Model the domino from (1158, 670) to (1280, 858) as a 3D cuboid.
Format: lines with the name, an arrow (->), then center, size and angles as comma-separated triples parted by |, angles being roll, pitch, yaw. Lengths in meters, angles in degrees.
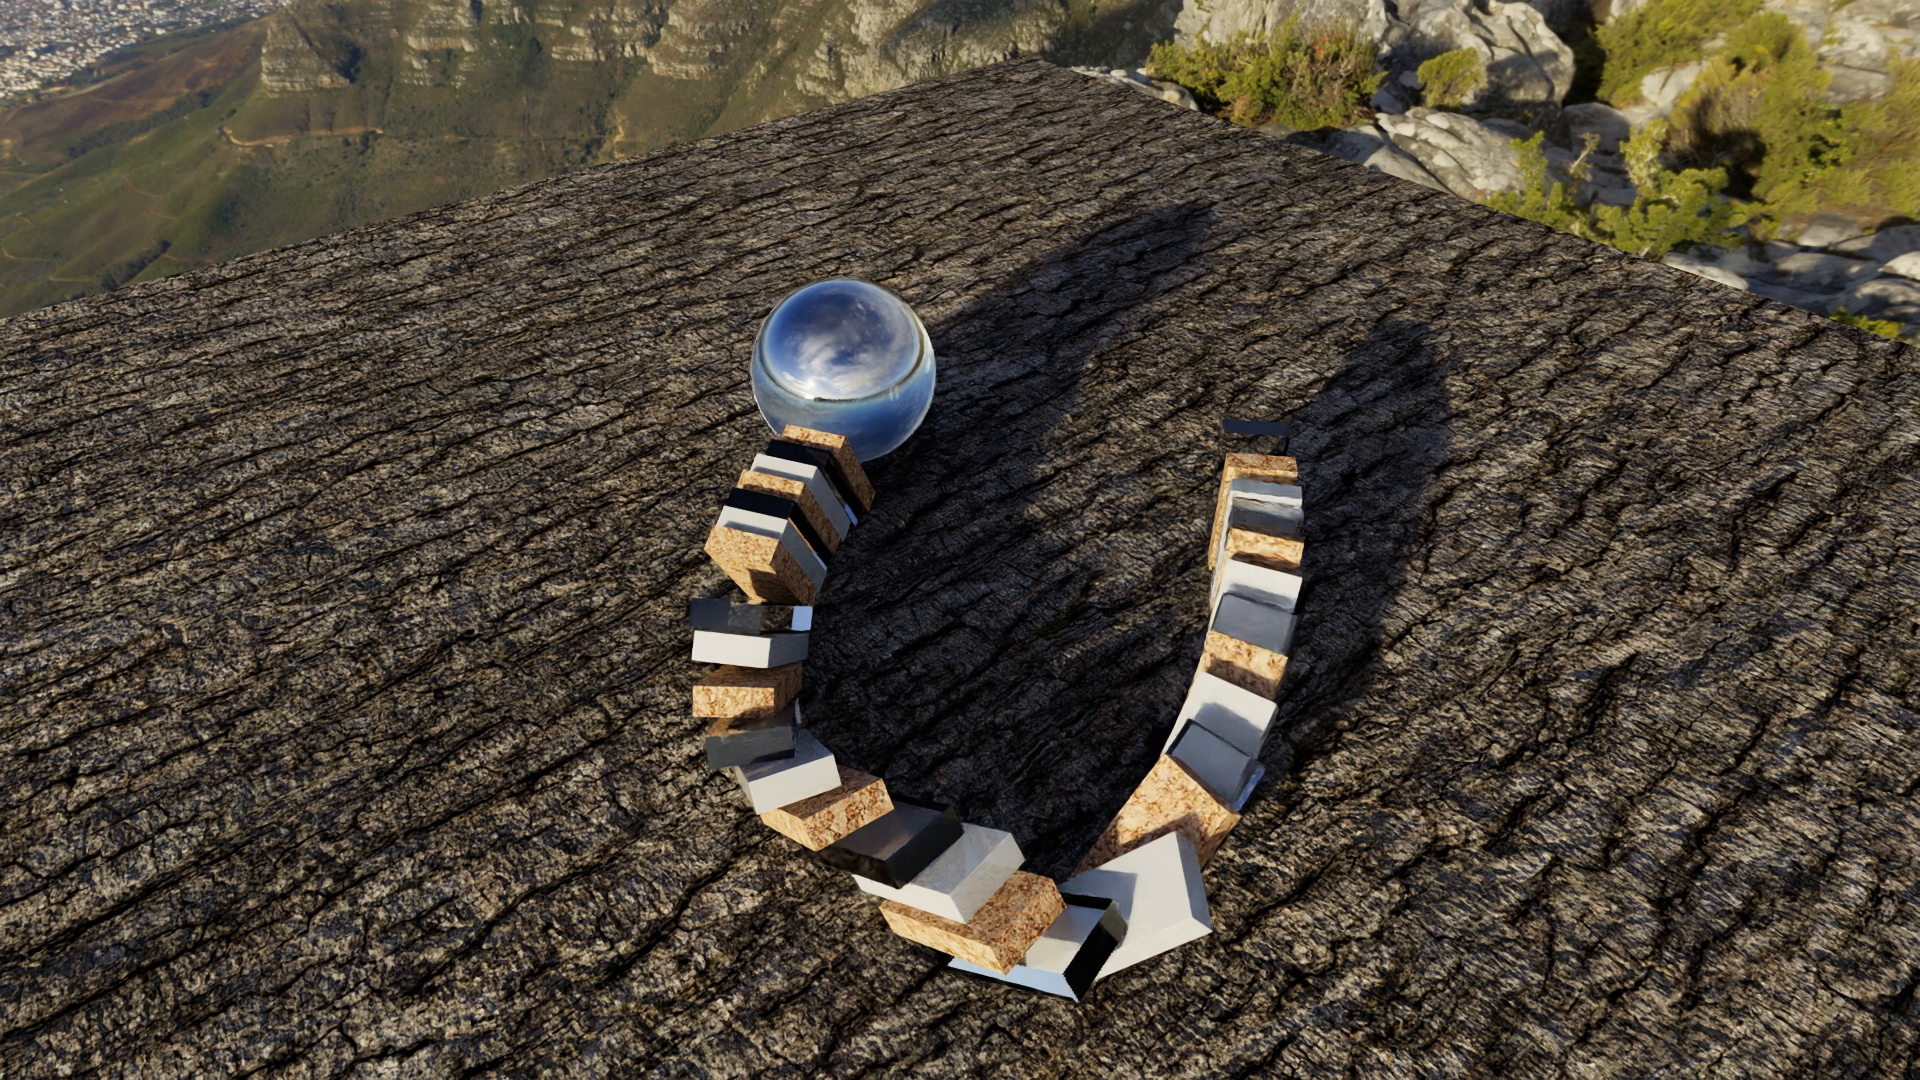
domino -> 0.075, 0.068, 0.338 | 0.025, 0.009, 0.050 | 23, 82, 26

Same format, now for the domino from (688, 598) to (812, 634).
domino -> -0.072, 0.027, 0.385 | 0.025, 0.010, 0.050 | 5, -3, 12

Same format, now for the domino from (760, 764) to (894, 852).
domino -> -0.042, 0.078, 0.326 | 0.025, 0.009, 0.050 | -24, 6, -26

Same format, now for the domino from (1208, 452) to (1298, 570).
domino -> 0.112, -0.009, 0.423 | 0.025, 0.050, 0.010 | 5, 40, 6

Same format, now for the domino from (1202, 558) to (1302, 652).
domino -> 0.097, 0.034, 0.374 | 0.025, 0.050, 0.009 | 15, 4, 18

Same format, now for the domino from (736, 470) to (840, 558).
domino -> -0.066, -0.009, 0.424 | 0.025, 0.050, 0.009 | 13, 70, 15

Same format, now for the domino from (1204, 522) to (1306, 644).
domino -> 0.103, 0.021, 0.386 | 0.025, 0.050, 0.009 | 13, 16, 16

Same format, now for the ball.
ball -> -0.050, -0.073, 0.476 | 0.080, 0.080, 0.080 | 0, 39, 0

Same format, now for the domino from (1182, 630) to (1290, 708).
domino -> 0.084, 0.057, 0.350 | 0.025, 0.009, 0.050 | 19, 84, 22

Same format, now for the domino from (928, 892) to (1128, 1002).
domino -> 0.017, 0.106, 0.293 | 0.050, 0.009, 0.025 | -11, 23, 47

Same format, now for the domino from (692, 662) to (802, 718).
domino -> -0.069, 0.048, 0.362 | 0.025, 0.010, 0.050 | 1, 3, 2

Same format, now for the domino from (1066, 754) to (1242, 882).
domino -> 0.053, 0.088, 0.310 | 0.010, 0.050, 0.025 | 26, 12, -50

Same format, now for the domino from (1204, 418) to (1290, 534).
domino -> 0.114, -0.024, 0.441 | 0.025, 0.050, 0.010 | 4, 39, 5

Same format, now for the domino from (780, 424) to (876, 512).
domino -> -0.053, -0.028, 0.447 | 0.025, 0.050, 0.009 | 13, 70, 16

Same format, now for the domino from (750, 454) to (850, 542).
domino -> -0.062, -0.016, 0.432 | 0.025, 0.050, 0.009 | 13, 70, 15

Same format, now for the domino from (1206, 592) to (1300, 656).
domino -> 0.091, 0.045, 0.362 | 0.025, 0.050, 0.009 | 18, -1, 20

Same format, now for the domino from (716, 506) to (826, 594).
domino -> -0.069, 0.004, 0.407 | 0.025, 0.050, 0.010 | 13, 70, 15

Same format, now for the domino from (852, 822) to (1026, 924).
domino -> -0.008, 0.091, 0.310 | 0.025, 0.010, 0.050 | -37, 18, -34

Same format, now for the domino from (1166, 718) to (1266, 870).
domino -> 0.065, 0.081, 0.324 | 0.025, 0.009, 0.050 | 31, 83, 32

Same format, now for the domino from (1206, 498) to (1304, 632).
domino -> 0.106, 0.012, 0.397 | 0.025, 0.050, 0.009 | 12, 26, 14

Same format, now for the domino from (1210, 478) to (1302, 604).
domino -> 0.109, 0.003, 0.408 | 0.025, 0.050, 0.009 | 8, 33, 10

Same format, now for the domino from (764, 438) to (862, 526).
domino -> -0.058, -0.022, 0.440 | 0.025, 0.050, 0.009 | 13, 70, 15

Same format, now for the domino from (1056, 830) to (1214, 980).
domino -> 0.042, 0.101, 0.295 | 0.050, 0.010, 0.025 | -34, 35, 25

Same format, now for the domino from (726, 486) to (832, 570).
domino -> -0.068, -0.003, 0.416 | 0.025, 0.050, 0.009 | 13, 70, 15

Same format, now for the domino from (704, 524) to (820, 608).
domino -> -0.071, 0.011, 0.399 | 0.025, 0.050, 0.010 | 12, 70, 15

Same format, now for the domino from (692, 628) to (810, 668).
domino -> -0.070, 0.036, 0.375 | 0.025, 0.010, 0.050 | 5, -2, 7

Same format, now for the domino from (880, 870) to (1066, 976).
domino -> 0.003, 0.100, 0.300 | 0.025, 0.009, 0.050 | -37, 18, -34

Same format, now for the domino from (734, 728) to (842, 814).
domino -> -0.054, 0.070, 0.335 | 0.025, 0.009, 0.050 | -16, 4, -17

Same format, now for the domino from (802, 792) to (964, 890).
domino -> -0.024, 0.085, 0.319 | 0.025, 0.010, 0.050 | -33, 16, -34

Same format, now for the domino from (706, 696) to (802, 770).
domino -> -0.064, 0.060, 0.347 | 0.025, 0.009, 0.050 | -7, 3, -6
